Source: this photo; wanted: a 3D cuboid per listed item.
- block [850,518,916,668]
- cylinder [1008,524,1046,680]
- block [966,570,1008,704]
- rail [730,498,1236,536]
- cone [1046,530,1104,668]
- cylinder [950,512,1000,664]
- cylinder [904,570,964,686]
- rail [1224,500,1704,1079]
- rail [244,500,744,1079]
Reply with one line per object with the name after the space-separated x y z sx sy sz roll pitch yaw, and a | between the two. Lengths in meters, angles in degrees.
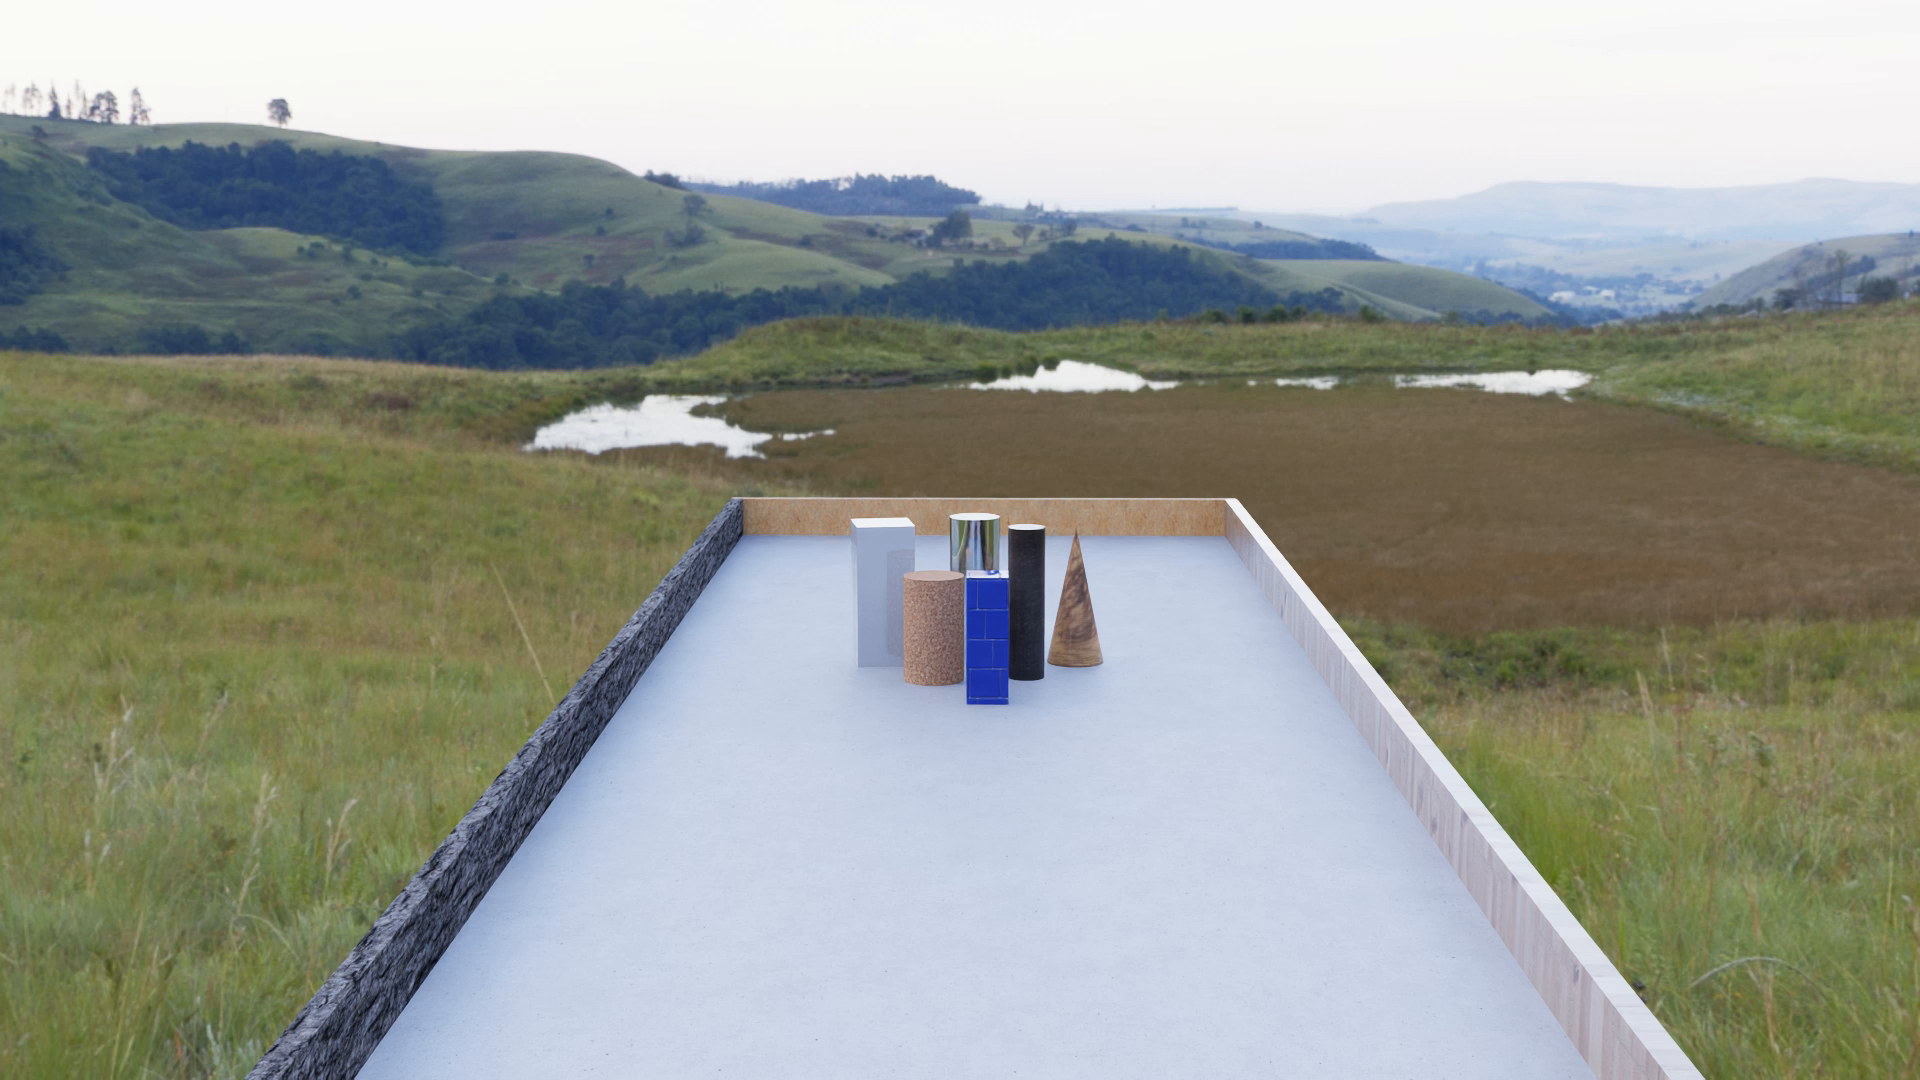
-0.234 0.157 6.663 0.174 0.425 0.174 -1 9 -9 | block
0.194 0.182 6.434 0.108 0.446 0.108 0 9 0 | cylinder
0.077 0.272 6.150 0.117 0.358 0.117 0 9 0 | block
0.099 -0.098 9.147 2.100 0.150 0.050 0 9 1 | rail
0.349 0.163 6.648 0.173 0.417 0.173 0 9 0 | cone
0.044 0.147 6.669 0.151 0.442 0.151 0 9 0 | cylinder
-0.076 0.255 6.412 0.177 0.309 0.177 0 9 0 | cylinder
1.046 0.843 3.208 0.050 0.150 12.000 0 9 1 | rail
-1.004 0.839 3.234 0.050 0.150 12.000 0 9 1 | rail
